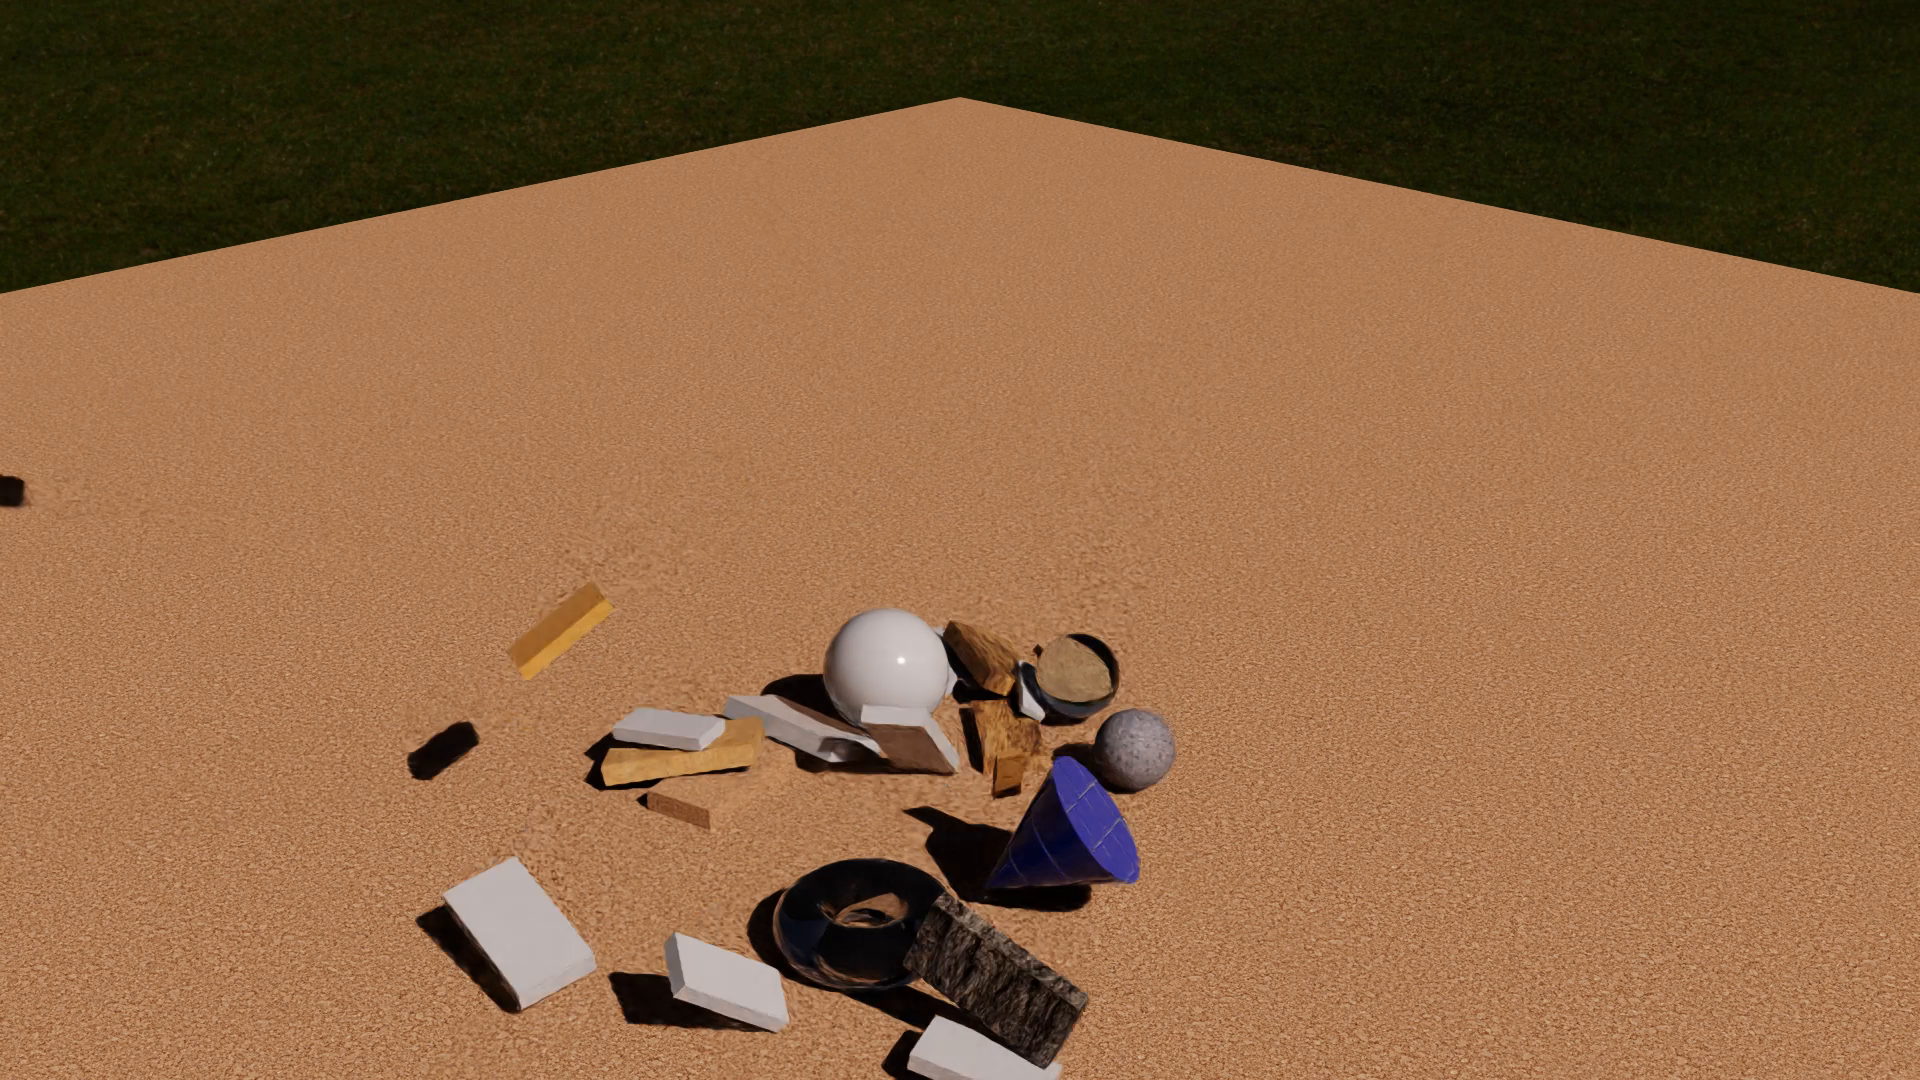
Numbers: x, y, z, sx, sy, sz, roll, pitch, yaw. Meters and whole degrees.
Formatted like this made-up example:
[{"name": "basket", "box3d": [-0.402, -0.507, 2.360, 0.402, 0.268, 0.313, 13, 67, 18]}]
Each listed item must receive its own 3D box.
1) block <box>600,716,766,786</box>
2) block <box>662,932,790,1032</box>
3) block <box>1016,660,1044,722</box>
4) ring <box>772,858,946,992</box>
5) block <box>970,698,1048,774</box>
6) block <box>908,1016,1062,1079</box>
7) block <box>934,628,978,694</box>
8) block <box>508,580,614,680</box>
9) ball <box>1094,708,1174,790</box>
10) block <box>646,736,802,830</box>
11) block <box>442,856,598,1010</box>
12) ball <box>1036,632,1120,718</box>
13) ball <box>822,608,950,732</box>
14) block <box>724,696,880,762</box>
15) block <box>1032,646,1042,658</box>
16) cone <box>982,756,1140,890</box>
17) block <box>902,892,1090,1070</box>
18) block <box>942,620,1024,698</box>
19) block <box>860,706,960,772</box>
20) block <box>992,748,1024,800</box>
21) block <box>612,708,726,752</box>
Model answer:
[{"name": "block", "box3d": [-0.573, 0.437, 4.567, 0.316, 0.045, 0.158, -9, 17, 5]}, {"name": "block", "box3d": [-0.396, 0.751, 3.733, 0.229, 0.033, 0.115, 29, 27, -36]}, {"name": "block", "box3d": [0.153, 0.328, 4.808, 0.054, 0.015, 0.166, 28, 29, -20]}, {"name": "ring", "box3d": [-0.171, 0.694, 3.985, 0.339, 0.113, 0.339, 0, 24, 0]}, {"name": "block", "box3d": [0.103, 0.419, 4.724, 0.133, 0.038, 0.265, -2, 23, -5]}, {"name": "block", "box3d": [0.041, 0.868, 3.622, 0.229, 0.033, 0.115, 18, 27, 15]}, {"name": "block", "box3d": [-0.065, 0.279, 5.055, 0.133, 0.038, 0.266, -7, 24, -16]}, {"name": "block", "box3d": [-0.749, 0.168, 4.120, 0.206, 0.029, 0.103, -40, 29, -7]}, {"name": "ball", "box3d": [0.359, 0.431, 4.531, 0.167, 0.167, 0.167, 0, 23, 0]}, {"name": "block", "box3d": [-0.485, 0.490, 4.547, 0.158, 0.045, 0.316, 13, 26, 29]}, {"name": "block", "box3d": [-0.782, 0.692, 3.897, 0.148, 0.042, 0.295, -26, 44, -26]}, {"name": "ball", "box3d": [0.256, 0.294, 4.781, 0.185, 0.185, 0.185, 0, 23, 0]}, {"name": "ball", "box3d": [-0.157, 0.278, 4.667, 0.269, 0.269, 0.269, 0, 23, 0]}, {"name": "block", "box3d": [-0.337, 0.400, 4.694, 0.316, 0.045, 0.158, 19, 9, 37]}, {"name": "block", "box3d": [0.207, 0.284, 4.892, 0.015, 0.109, 0.054, -40, 28, 5]}, {"name": "cone", "box3d": [0.145, 0.579, 4.050, 0.266, 0.266, 0.266, -34, 16, 18]}, {"name": "block", "box3d": [0.057, 0.728, 3.633, 0.295, 0.148, 0.042, 34, 32, 15]}, {"name": "block", "box3d": [0.076, 0.276, 4.969, 0.148, 0.042, 0.295, 20, 13, -24]}, {"name": "block", "box3d": [-0.100, 0.409, 4.501, 0.133, 0.266, 0.038, 2, 65, 17]}, {"name": "block", "box3d": [0.092, 0.447, 4.205, 0.054, 0.109, 0.015, -10, 41, -17]}, {"name": "block", "box3d": [-0.603, 0.392, 4.557, 0.206, 0.029, 0.103, 5, 22, 23]}]
